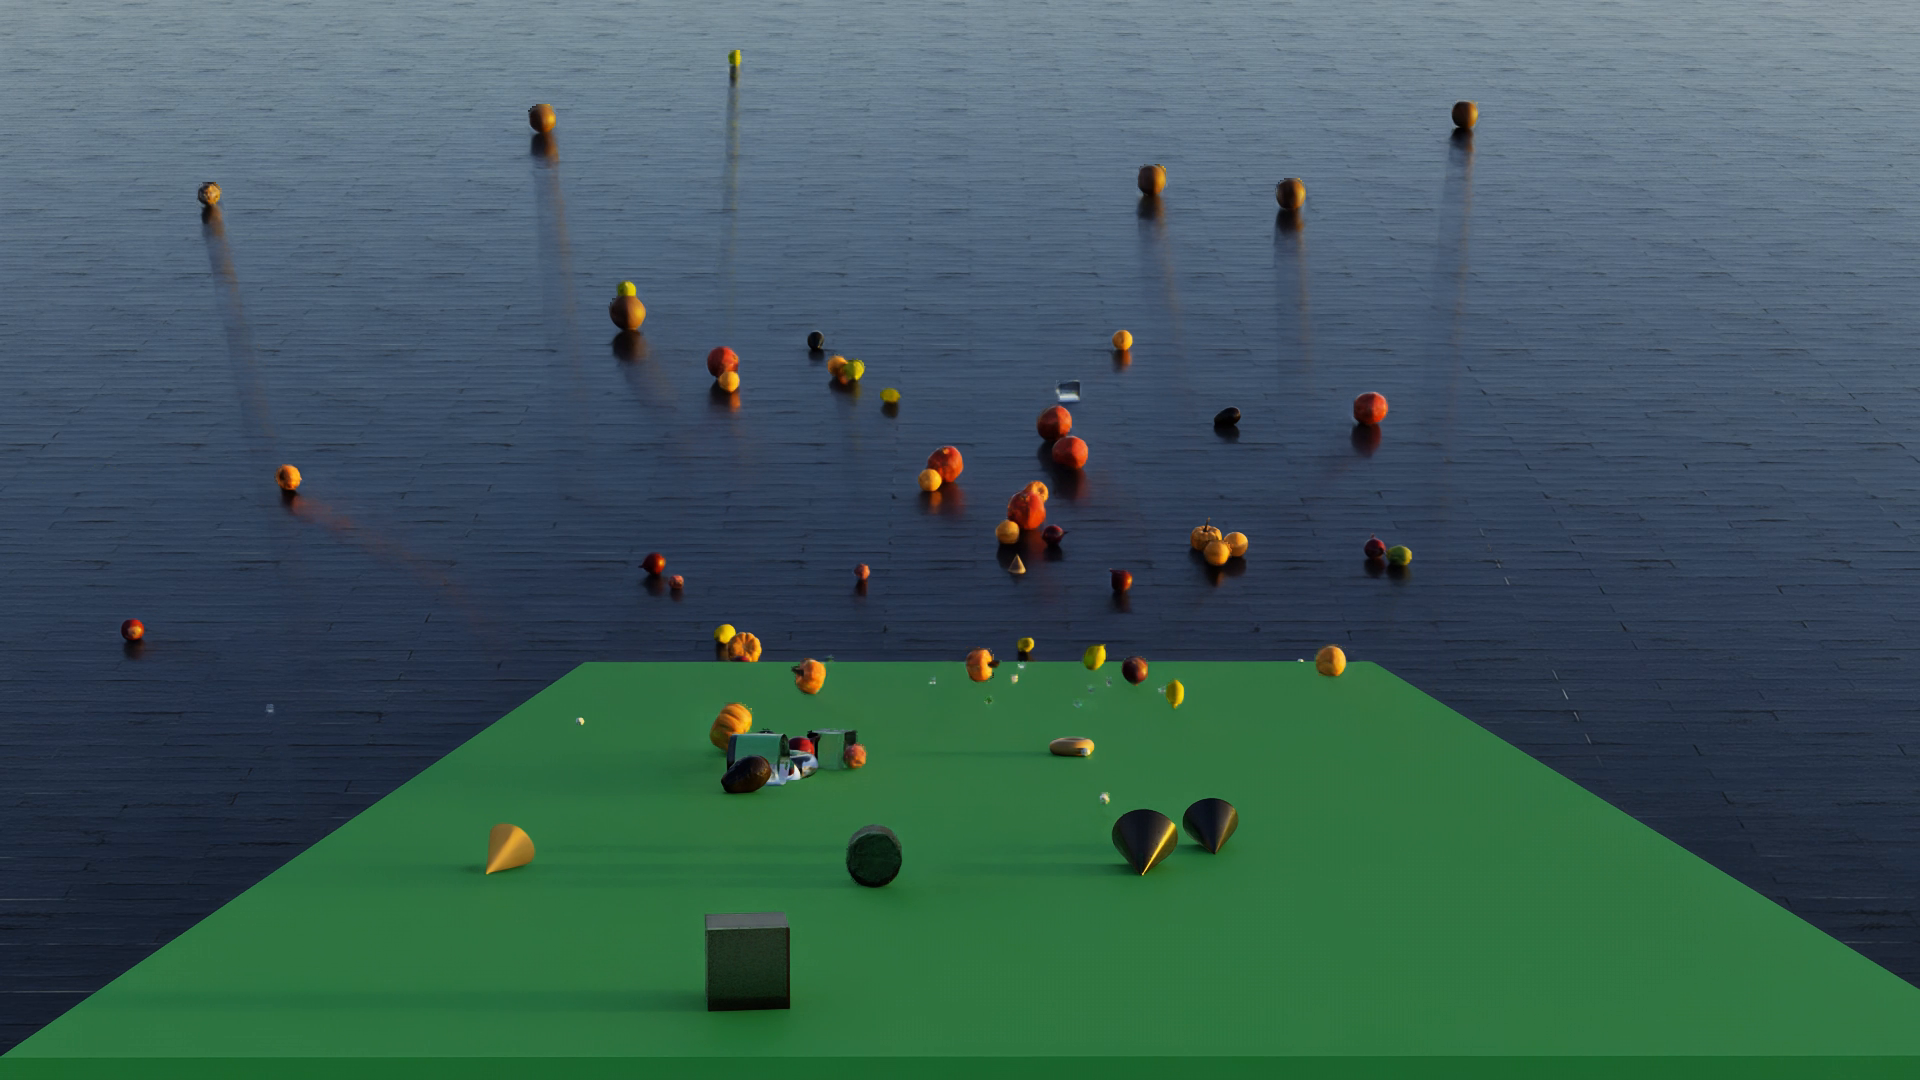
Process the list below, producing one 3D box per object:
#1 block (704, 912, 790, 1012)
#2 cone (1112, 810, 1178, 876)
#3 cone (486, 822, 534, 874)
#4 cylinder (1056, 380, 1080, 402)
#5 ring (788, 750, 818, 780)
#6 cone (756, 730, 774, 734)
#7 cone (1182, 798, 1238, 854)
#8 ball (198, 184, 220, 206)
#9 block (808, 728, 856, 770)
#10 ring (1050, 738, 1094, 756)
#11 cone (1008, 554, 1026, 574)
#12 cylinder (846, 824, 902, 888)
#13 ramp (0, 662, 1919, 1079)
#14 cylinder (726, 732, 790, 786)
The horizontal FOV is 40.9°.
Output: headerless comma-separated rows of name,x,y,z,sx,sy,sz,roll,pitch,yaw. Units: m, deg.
block,-0.230,0.453,2.770,0.087,0.087,0.087,0,3,-8
cone,0.253,0.437,3.554,0.093,0.093,0.093,2,30,6
cone,-0.638,0.442,3.560,0.072,0.072,0.072,8,32,19
cylinder,0.367,-0.504,8.710,0.071,0.071,0.071,-2,22,-6
ring,-0.309,0.392,4.472,0.125,0.042,0.125,-1,4,0
cone,-0.336,0.391,4.549,0.078,0.078,0.078,-13,36,-29
cone,0.366,0.431,3.721,0.082,0.082,0.082,0,29,0
ball,-3.263,-1.500,11.163,0.094,0.094,0.094,0,22,0
block,-0.229,0.374,4.603,0.063,0.063,0.063,1,3,27
ring,0.207,0.383,4.770,0.084,0.028,0.084,-1,2,0
cone,0.163,0.063,7.325,0.052,0.052,0.052,0,22,0
cylinder,-0.116,0.426,3.467,0.073,0.073,0.073,0,3,-1
ramp,0.051,0.459,4.533,2.000,0.100,4.000,0,3,0
cylinder,-0.343,0.373,4.376,0.088,0.088,0.088,0,22,10
